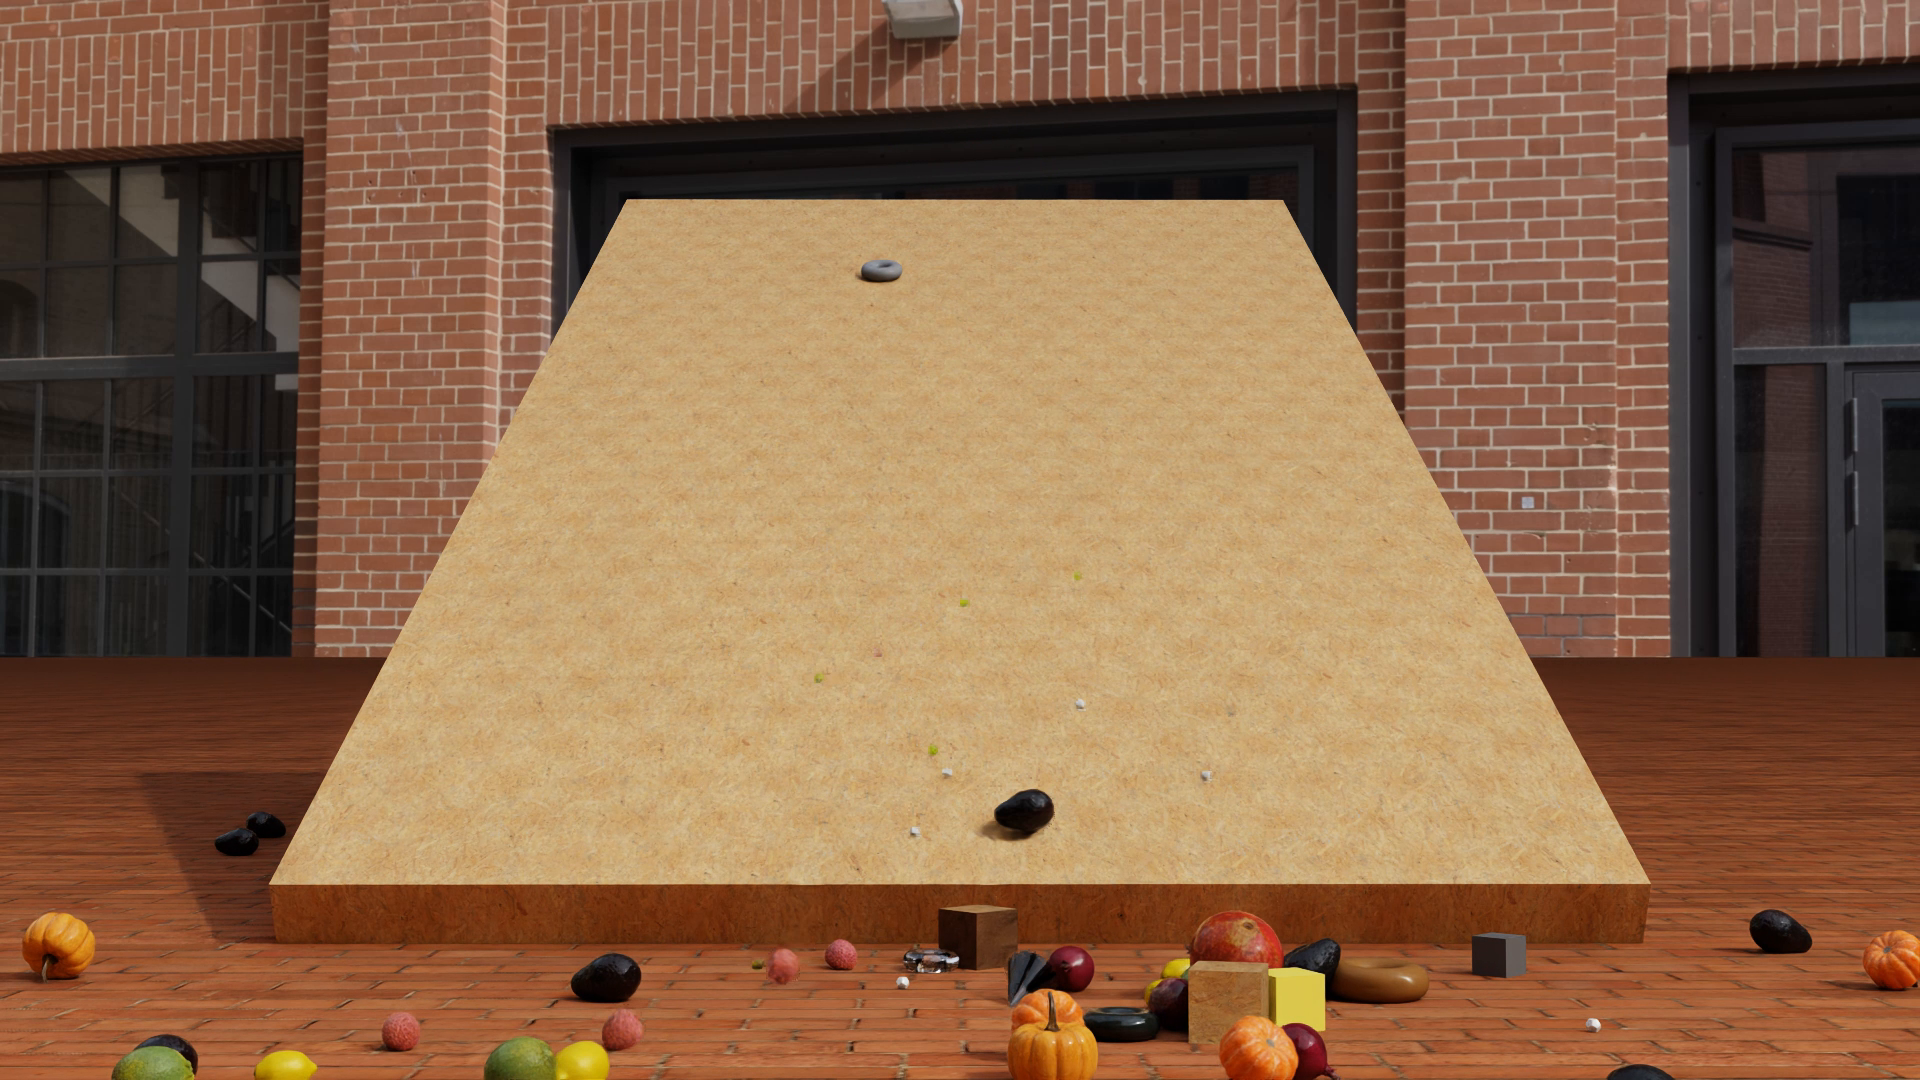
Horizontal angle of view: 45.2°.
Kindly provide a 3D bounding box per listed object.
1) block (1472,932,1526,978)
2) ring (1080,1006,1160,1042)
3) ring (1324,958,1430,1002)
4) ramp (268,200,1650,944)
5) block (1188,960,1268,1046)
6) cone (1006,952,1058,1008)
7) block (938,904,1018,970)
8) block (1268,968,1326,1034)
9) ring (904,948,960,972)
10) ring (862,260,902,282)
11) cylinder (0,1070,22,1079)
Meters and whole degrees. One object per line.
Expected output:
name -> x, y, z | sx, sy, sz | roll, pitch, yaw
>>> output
block -> 0.713, 0.549, 3.051 | 0.051, 0.051, 0.051 | -3, -4, 44
ring -> 0.178, 0.536, 2.555 | 0.089, 0.030, 0.089 | 0, -4, 0
ring -> 0.515, 0.544, 2.848 | 0.128, 0.043, 0.128 | 1, -1, 0
ramp -> -0.007, -0.224, 5.201 | 2.000, 0.100, 4.000 | 0, 23, 0
block -> 0.297, 0.511, 2.546 | 0.079, 0.079, 0.079 | -1, -3, 14
cone -> 0.074, 0.547, 2.795 | 0.068, 0.068, 0.068 | -1, 24, 28
block -> 0.025, 0.541, 3.140 | 0.076, 0.076, 0.076 | 3, -4, -42
block -> 0.371, 0.522, 2.617 | 0.063, 0.063, 0.063 | 1, -3, -22
ring -> -0.039, 0.564, 3.094 | 0.076, 0.025, 0.076 | 1, -2, 0
ring -> -0.212, -0.729, 6.238 | 0.114, 0.038, 0.114 | -1, 24, 0
cylinder -> -0.804, 0.491, 1.958 | 0.062, 0.062, 0.062 | 20, 2, 14
